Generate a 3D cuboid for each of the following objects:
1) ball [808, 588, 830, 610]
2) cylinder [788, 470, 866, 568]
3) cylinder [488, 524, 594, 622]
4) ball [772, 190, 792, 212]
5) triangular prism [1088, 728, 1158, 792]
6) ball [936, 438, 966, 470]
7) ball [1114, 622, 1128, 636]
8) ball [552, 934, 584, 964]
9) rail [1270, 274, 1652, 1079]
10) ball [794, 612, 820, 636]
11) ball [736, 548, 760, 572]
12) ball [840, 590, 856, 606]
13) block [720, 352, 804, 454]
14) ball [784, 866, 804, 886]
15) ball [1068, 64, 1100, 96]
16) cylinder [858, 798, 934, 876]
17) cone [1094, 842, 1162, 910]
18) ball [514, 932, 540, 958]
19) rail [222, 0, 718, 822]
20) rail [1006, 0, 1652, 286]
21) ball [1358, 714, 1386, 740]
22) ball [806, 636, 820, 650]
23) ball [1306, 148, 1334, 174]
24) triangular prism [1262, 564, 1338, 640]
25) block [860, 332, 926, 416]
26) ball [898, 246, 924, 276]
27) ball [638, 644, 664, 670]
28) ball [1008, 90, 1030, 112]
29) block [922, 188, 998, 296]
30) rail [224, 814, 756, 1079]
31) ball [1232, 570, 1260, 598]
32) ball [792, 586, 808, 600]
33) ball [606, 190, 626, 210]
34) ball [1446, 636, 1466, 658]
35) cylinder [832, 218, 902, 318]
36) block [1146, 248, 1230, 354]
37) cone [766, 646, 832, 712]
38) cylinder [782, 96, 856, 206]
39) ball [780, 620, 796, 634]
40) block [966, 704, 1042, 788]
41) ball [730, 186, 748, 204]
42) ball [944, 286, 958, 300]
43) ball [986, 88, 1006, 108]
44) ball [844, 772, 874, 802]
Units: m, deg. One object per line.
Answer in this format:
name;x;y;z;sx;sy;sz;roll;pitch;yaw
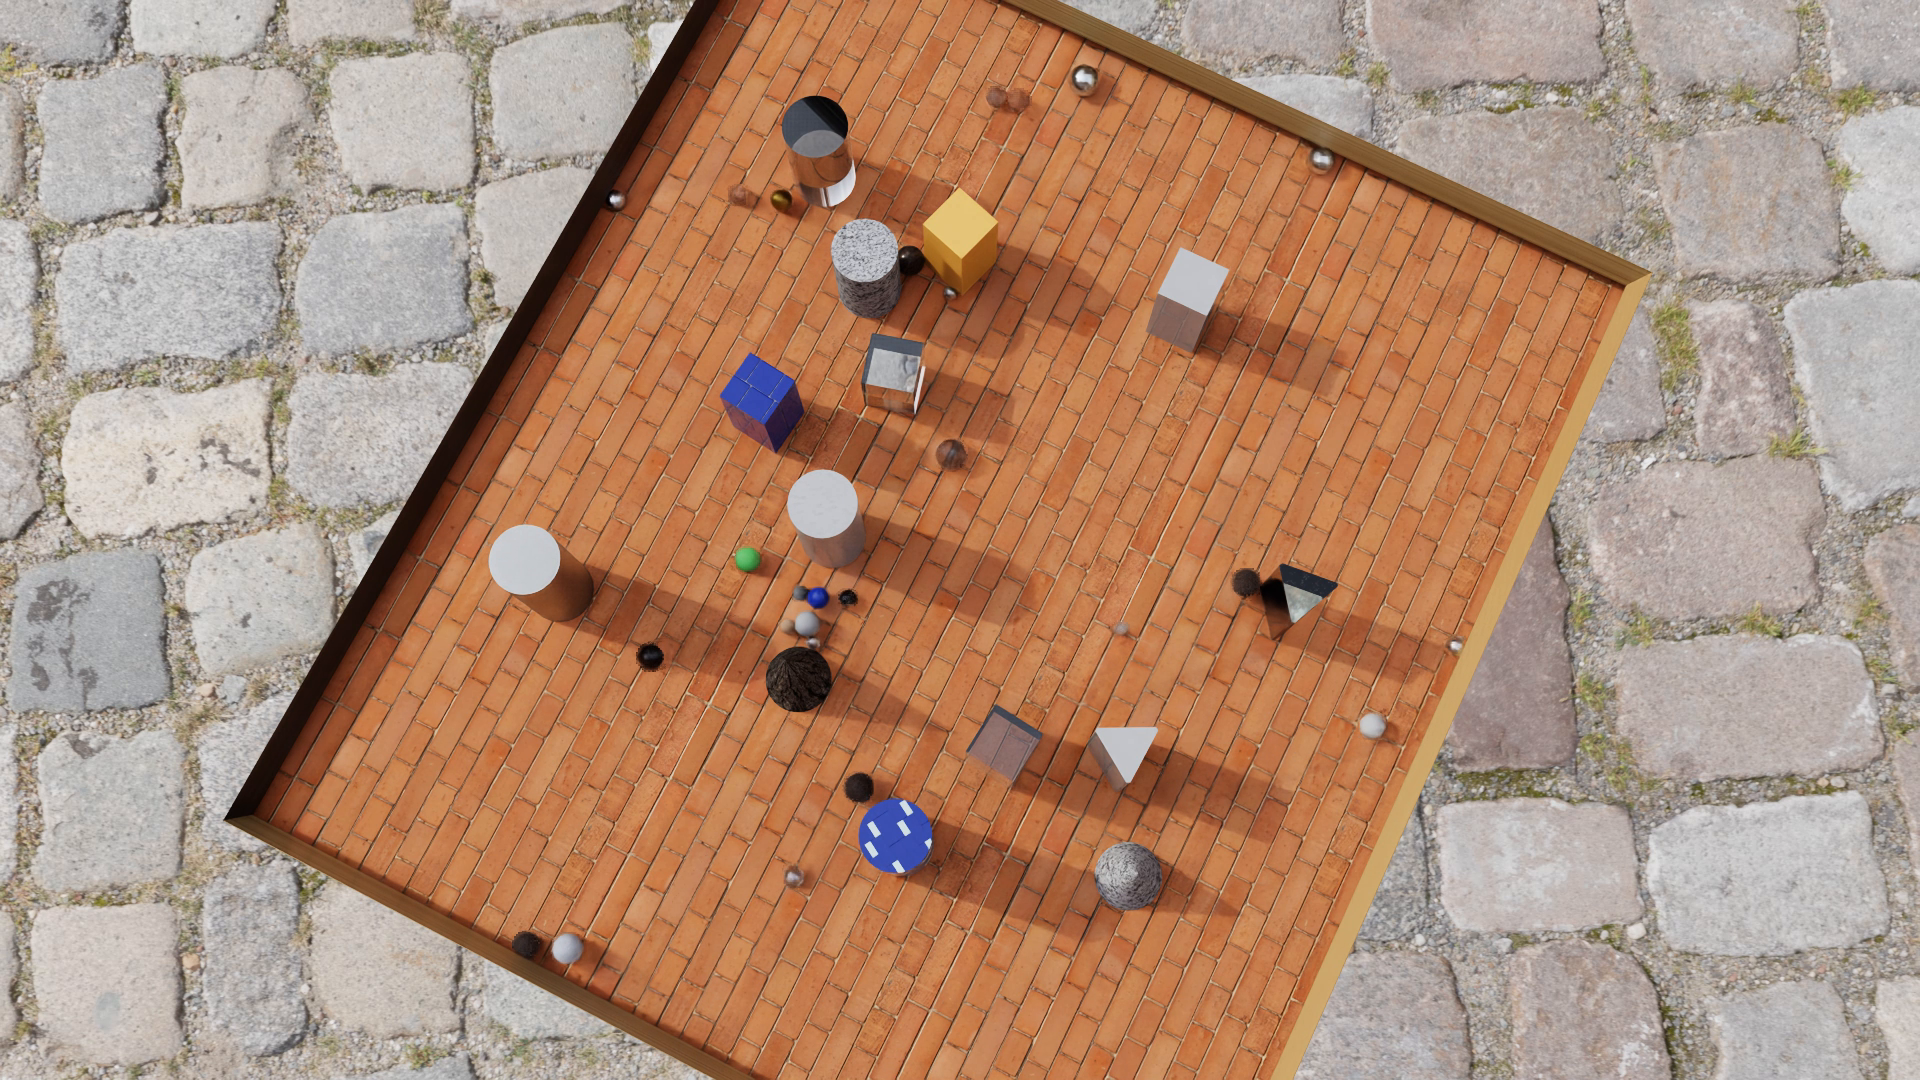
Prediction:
ball;-0.430;0.176;5.546;0.067;0.067;0.067;0;78;0
cylinder;-0.388;-0.057;5.399;0.199;0.449;0.199;0;78;0
cylinder;-1.216;0.103;5.350;0.199;0.480;0.199;0;78;0
ball;-0.564;-1.075;5.805;0.068;0.068;0.068;0;78;0
triangular prism;0.488;0.603;5.297;0.150;0.382;0.173;-30;80;-6
ball;-0.028;-0.263;5.623;0.094;0.094;0.094;0;78;0
ball;0.485;0.270;5.540;0.040;0.040;0.040;0;78;0
ball;-1.140;1.189;5.326;0.088;0.088;0.088;0;78;0
rail;1.355;0.670;5.411;0.045;0.129;3.412;26;80;5
ball;-0.459;0.253;5.525;0.078;0.078;0.078;0;78;0
ball;-0.642;0.060;5.566;0.074;0.074;0.074;0;78;0
ball;-0.339;0.177;5.553;0.052;0.052;0.052;0;78;0
block;-0.593;-0.409;5.527;0.159;0.342;0.159;33;80;6
ball;-0.489;0.988;5.381;0.061;0.061;0.061;0;78;0
ball;0.397;-1.473;5.871;0.100;0.100;0.100;0;78;0
cylinder;-0.175;0.849;5.198;0.199;0.476;0.199;0;78;0
cone;0.497;0.962;5.264;0.199;0.301;0.199;0;78;0
ball;-1.260;1.181;5.334;0.076;0.076;0.076;0;78;0
rail;-1.355;-0.657;5.685;0.045;0.129;3.412;26;80;5
rail;0.752;-1.467;5.853;3.077;0.129;0.045;26;80;5
ball;1.228;0.556;5.462;0.077;0.077;0.077;0;78;0
ball;-0.443;0.310;5.532;0.041;0.041;0.041;0;78;0
ball;1.142;-1.205;5.823;0.085;0.085;0.085;0;78;0
triangular prism;0.966;0.160;5.407;0.173;0.345;0.150;-39;81;-7
block;-0.202;-0.505;5.596;0.159;0.246;0.159;11;79;2
ball;-0.158;-0.877;5.750;0.095;0.095;0.095;0;78;0
ball;-0.929;0.352;5.505;0.075;0.075;0.075;0;78;0
ball;0.189;-1.406;5.873;0.068;0.068;0.068;0;78;0
block;0.002;-0.912;5.634;0.159;0.336;0.159;43;81;8
rail;-0.752;1.480;5.243;3.077;0.129;0.045;26;80;5
ball;0.866;0.131;5.547;0.084;0.084;0.084;0;78;0
ball;-0.485;0.160;5.560;0.046;0.046;0.046;0;78;0
ball;-1.092;-1.078;5.808;0.063;0.063;0.063;0;78;0
ball;1.493;0.322;5.518;0.062;0.062;0.062;0;78;0
cylinder;-0.284;-0.828;5.617;0.199;0.336;0.199;0;78;0
block;0.689;-0.726;5.582;0.159;0.363;0.159;26;79;5
cone;-0.487;0.377;5.321;0.199;0.427;0.199;0;78;0
cylinder;-0.434;-1.197;5.667;0.199;0.386;0.199;0;78;0
ball;-0.519;0.263;5.538;0.047;0.047;0.047;0;78;0
block;0.126;0.604;5.330;0.159;0.317;0.159;32;80;6
ball;-0.704;-1.093;5.814;0.057;0.057;0.057;0;78;0
ball;-0.028;-0.775;5.756;0.041;0.041;0.041;0;78;0
ball;0.115;-1.419;5.879;0.062;0.062;0.062;0;78;0
ball;-0.297;0.733;5.420;0.089;0.089;0.089;0;78;0
